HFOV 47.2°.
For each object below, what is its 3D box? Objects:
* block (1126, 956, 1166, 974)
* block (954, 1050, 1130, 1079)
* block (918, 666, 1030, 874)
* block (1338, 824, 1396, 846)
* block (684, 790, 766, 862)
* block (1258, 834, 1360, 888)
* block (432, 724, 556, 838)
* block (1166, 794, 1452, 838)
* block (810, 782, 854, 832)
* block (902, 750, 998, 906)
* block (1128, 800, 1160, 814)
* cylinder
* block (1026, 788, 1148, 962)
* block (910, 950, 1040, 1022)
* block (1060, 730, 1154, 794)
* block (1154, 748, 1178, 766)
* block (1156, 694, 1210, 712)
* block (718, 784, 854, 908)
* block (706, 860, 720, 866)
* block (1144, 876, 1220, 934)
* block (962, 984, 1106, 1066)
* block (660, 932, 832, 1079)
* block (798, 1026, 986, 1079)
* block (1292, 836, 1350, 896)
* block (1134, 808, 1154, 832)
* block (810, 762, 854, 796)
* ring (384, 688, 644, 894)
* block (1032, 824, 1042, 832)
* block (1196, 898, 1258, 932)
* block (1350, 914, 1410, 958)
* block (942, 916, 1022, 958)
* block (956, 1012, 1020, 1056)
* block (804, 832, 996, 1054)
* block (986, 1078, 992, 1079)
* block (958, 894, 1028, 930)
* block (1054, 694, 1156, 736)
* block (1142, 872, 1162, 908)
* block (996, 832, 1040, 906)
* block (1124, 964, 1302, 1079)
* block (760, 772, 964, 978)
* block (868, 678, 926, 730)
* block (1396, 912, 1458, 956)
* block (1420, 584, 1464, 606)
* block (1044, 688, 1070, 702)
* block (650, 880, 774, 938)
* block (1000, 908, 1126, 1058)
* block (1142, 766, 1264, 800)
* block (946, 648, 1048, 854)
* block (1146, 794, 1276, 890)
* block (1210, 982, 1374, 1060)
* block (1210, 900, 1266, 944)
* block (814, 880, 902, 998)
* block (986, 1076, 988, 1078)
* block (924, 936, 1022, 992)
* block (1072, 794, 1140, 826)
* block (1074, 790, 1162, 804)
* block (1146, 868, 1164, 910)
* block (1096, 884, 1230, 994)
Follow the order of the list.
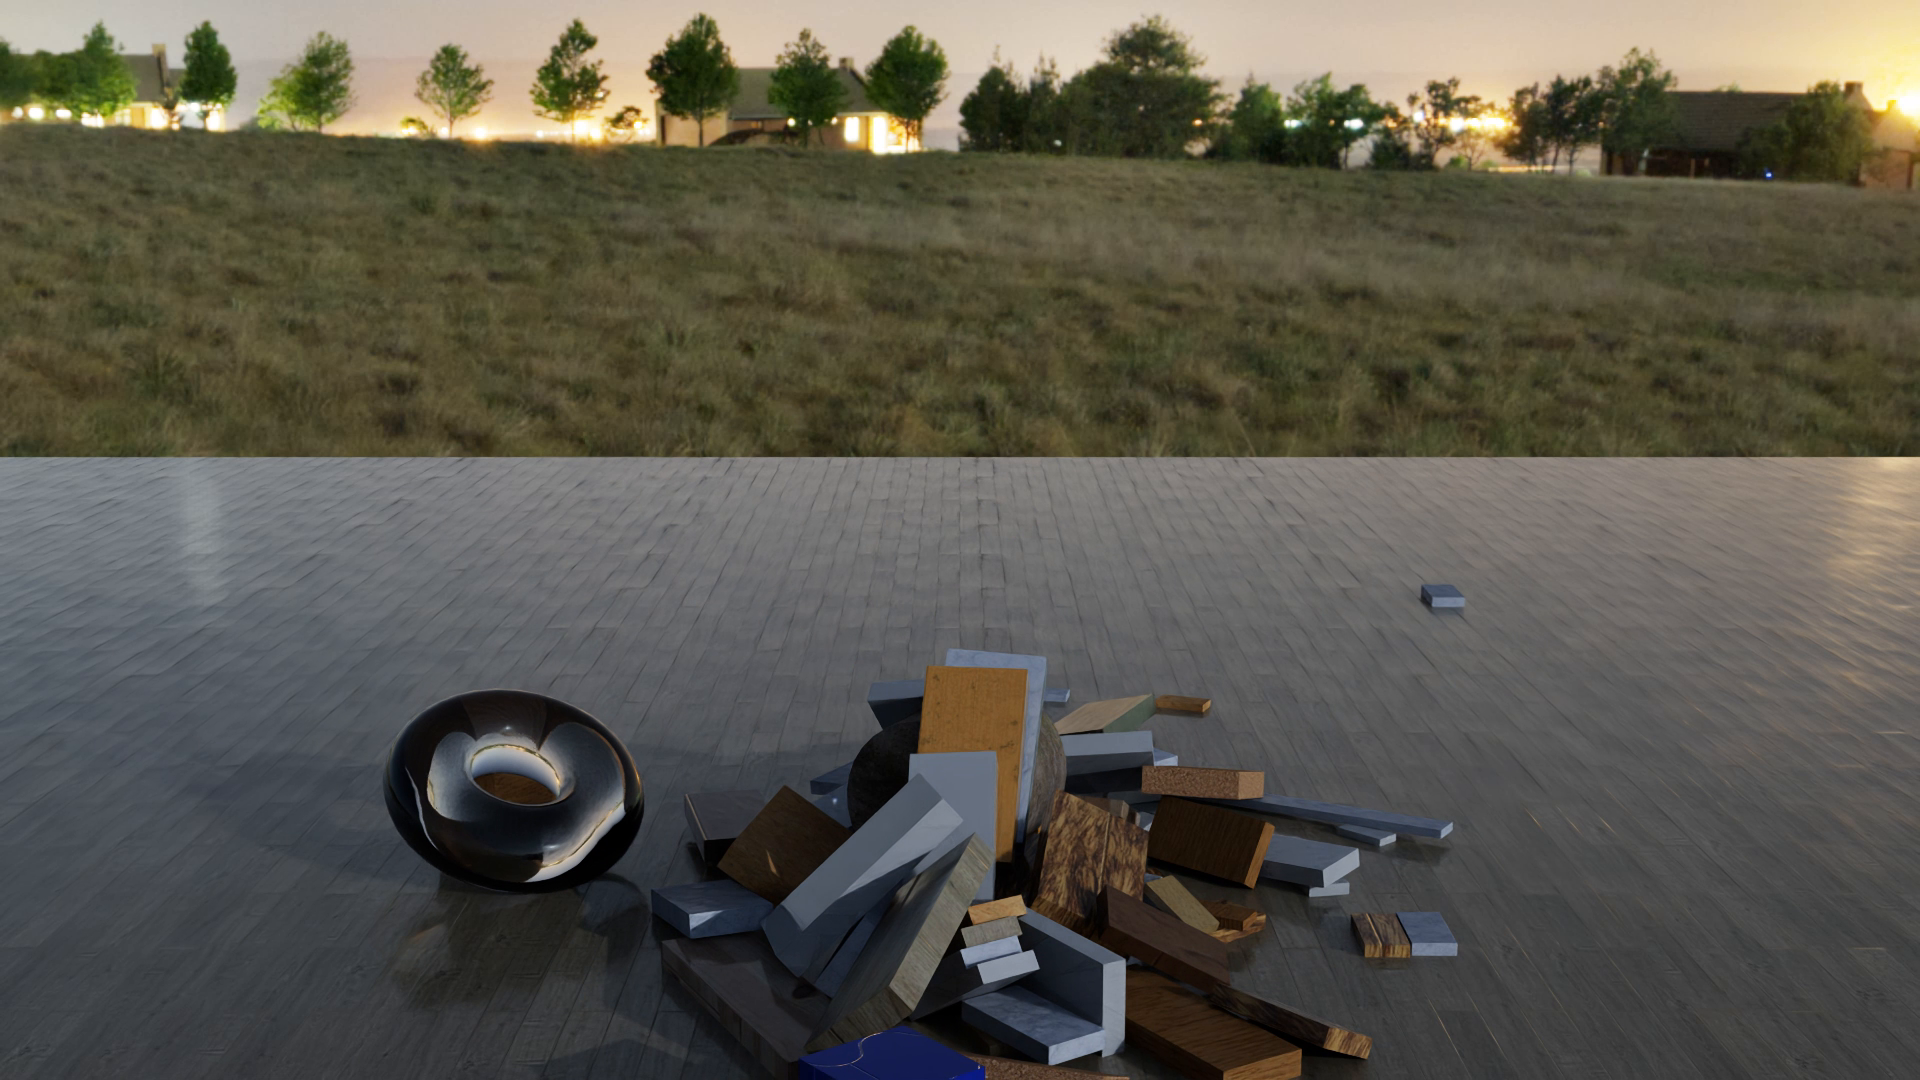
[{"bbox_3d":[0.255,0.645,3.329,0.117,0.017,0.058,-4,11,-23],"label":"block"},{"bbox_3d":[0.074,0.697,2.856,0.265,0.037,0.132,4,-12,20],"label":"block"},{"bbox_3d":[0.015,0.363,3.510,0.165,0.334,0.047,1,-30,8],"label":"block"},{"bbox_3d":[0.732,0.529,3.959,0.047,0.013,0.094,-10,14,-42],"label":"block"},{"bbox_3d":[-0.403,0.503,3.891,0.136,0.039,0.273,-3,11,-14],"label":"block"},{"bbox_3d":[0.553,0.541,3.741,0.222,0.031,0.111,4,16,42],"label":"block"},{"bbox_3d":[-0.855,0.442,4.044,0.154,0.154,0.154,7,13,33],"label":"block"},{"bbox_3d":[0.552,0.488,4.126,0.757,0.016,0.056,5,12,33],"label":"block"},{"bbox_3d":[-0.210,0.500,3.982,0.128,0.036,0.256,8,19,33],"label":"block"},{"bbox_3d":[-0.013,0.448,3.382,0.136,0.039,0.273,-3,48,6],"label":"block"},{"bbox_3d":[0.325,0.497,4.106,0.351,0.023,0.081,9,14,40],"label":"block"},{"bbox_3d":[-0.002,0.419,3.799,0.289,0.289,0.289,5,11,23],"label":"cylinder"},{"bbox_3d":[0.199,0.514,3.387,0.165,0.047,0.330,26,23,-3],"label":"block"},{"bbox_3d":[0.015,0.628,3.098,0.099,0.028,0.198,-7,-21,-37],"label":"block"},{"bbox_3d":[0.204,0.408,3.990,0.295,0.042,0.148,-4,-34,6],"label":"block"},{"bbox_3d":[0.308,0.429,4.148,0.191,0.027,0.095,-11,15,-36],"label":"block"},{"bbox_3d":[0.493,0.361,4.862,0.110,0.016,0.055,5,12,24],"label":"block"},{"bbox_3d":[-0.280,0.522,3.676,0.166,0.047,0.331,35,14,3],"label":"block"},{"bbox_3d":[-0.396,0.535,3.893,0.091,0.026,0.183,0,11,-1],"label":"block"},{"bbox_3d":[0.345,0.574,3.439,0.059,0.017,0.117,-9,39,-39],"label":"block"},{"bbox_3d":[0.101,0.673,3.054,0.099,0.028,0.198,-8,13,-35],"label":"block"},{"bbox_3d":[-0.281,0.665,3.162,0.136,0.039,0.499,-5,12,-27],"label":"block"},{"bbox_3d":[-0.082,0.701,2.637,0.159,0.159,0.159,-8,13,-38],"label":"block"},{"bbox_3d":[0.590,0.559,3.779,0.070,0.020,0.251,-2,11,-11],"label":"block"},{"bbox_3d":[0.292,0.509,3.995,0.130,0.018,0.065,14,31,41],"label":"block"},{"bbox_3d":[-0.180,0.447,4.229,0.091,0.026,0.241,2,11,32],"label":"block"},{"bbox_3d":[-0.765,0.427,3.785,0.448,0.149,0.448,15,32,-9],"label":"ring"},{"bbox_3d":[0.104,0.514,3.949,0.095,0.047,0.013,7,13,34],"label":"block"},{"bbox_3d":[0.404,0.591,3.475,0.117,0.017,0.059,6,12,29],"label":"block"},{"bbox_3d":[0.659,0.620,3.453,0.070,0.020,0.140,0,11,1],"label":"block"},{"bbox_3d":[-0.010,0.590,3.147,0.101,0.029,0.202,-6,-21,-39],"label":"block"},{"bbox_3d":[0.045,0.690,3.083,0.061,0.017,0.121,-4,11,-22],"label":"block"},{"bbox_3d":[-0.076,0.564,3.053,0.166,0.047,0.428,-40,5,25],"label":"block"},{"bbox_3d":[-0.023,0.712,2.743,0.198,0.099,0.028,6,12,28],"label":"block"},{"bbox_3d":[-0.003,0.566,3.182,0.101,0.029,0.202,-6,-21,-40],"label":"block"},{"bbox_3d":[0.280,0.379,4.506,0.148,0.042,0.438,-9,2,19],"label":"block"},{"bbox_3d":[0.157,0.593,3.432,0.169,0.048,0.338,8,19,35],"label":"block"},{"bbox_3d":[0.075,0.546,3.438,0.169,0.048,0.338,0,15,12],"label":"block"},{"bbox_3d":[0.304,0.681,3.075,0.135,0.038,0.368,-7,12,-32],"label":"block"},{"bbox_3d":[-0.149,0.496,3.282,0.331,0.047,0.166,-43,15,-5],"label":"block"},{"bbox_3d":[-0.050,0.371,4.081,0.148,0.295,0.042,-6,45,20],"label":"block"},{"bbox_3d":[0.733,0.619,3.460,0.070,0.020,0.139,0,11,1],"label":"block"},{"bbox_3d":[1.311,0.150,5.971,0.086,0.024,0.173,0,11,2],"label":"block"},{"bbox_3d":[0.188,0.346,4.938,0.110,0.016,0.055,2,11,11],"label":"block"},{"bbox_3d":[-0.395,0.583,3.484,0.132,0.037,0.265,-4,1,-21],"label":"block"},{"bbox_3d":[0.140,0.622,3.130,0.038,0.135,0.269,-7,12,-32],"label":"block"},{"bbox_3d":[0.443,0.438,3.977,0.169,0.048,0.338,2,-5,15],"label":"block"},{"bbox_3d":[0.041,0.340,3.578,0.165,0.330,0.047,5,-29,7],"label":"block"},{"bbox_3d":[0.423,0.515,3.767,0.222,0.111,0.031,10,-17,43],"label":"block"},{"bbox_3d":[0.459,0.668,3.059,0.104,0.029,0.208,23,-8,-41],"label":"block"},{"bbox_3d":[0.389,0.612,3.478,0.182,0.026,0.091,-9,14,-41],"label":"block"},{"bbox_3d":[-0.139,0.587,3.332,0.037,0.132,0.265,36,15,2],"label":"block"},{"bbox_3d":[-0.050,0.708,2.788,0.178,0.089,0.025,6,12,28],"label":"block"},{"bbox_3d":[-0.009,0.614,3.126,0.101,0.029,0.202,-7,-21,-38],"label":"block"},{"bbox_3d":[0.174,0.481,3.951,0.281,0.029,0.104,4,-20,24],"label":"block"},{"bbox_3d":[0.258,0.468,4.114,0.222,0.031,0.111,-6,13,-18],"label":"block"},{"bbox_3d":[0.306,0.585,3.623,0.091,0.026,0.182,-2,11,-10],"label":"block"},{"bbox_3d":[0.299,0.592,3.243,0.208,0.029,0.104,28,23,-11],"label":"block"}]
